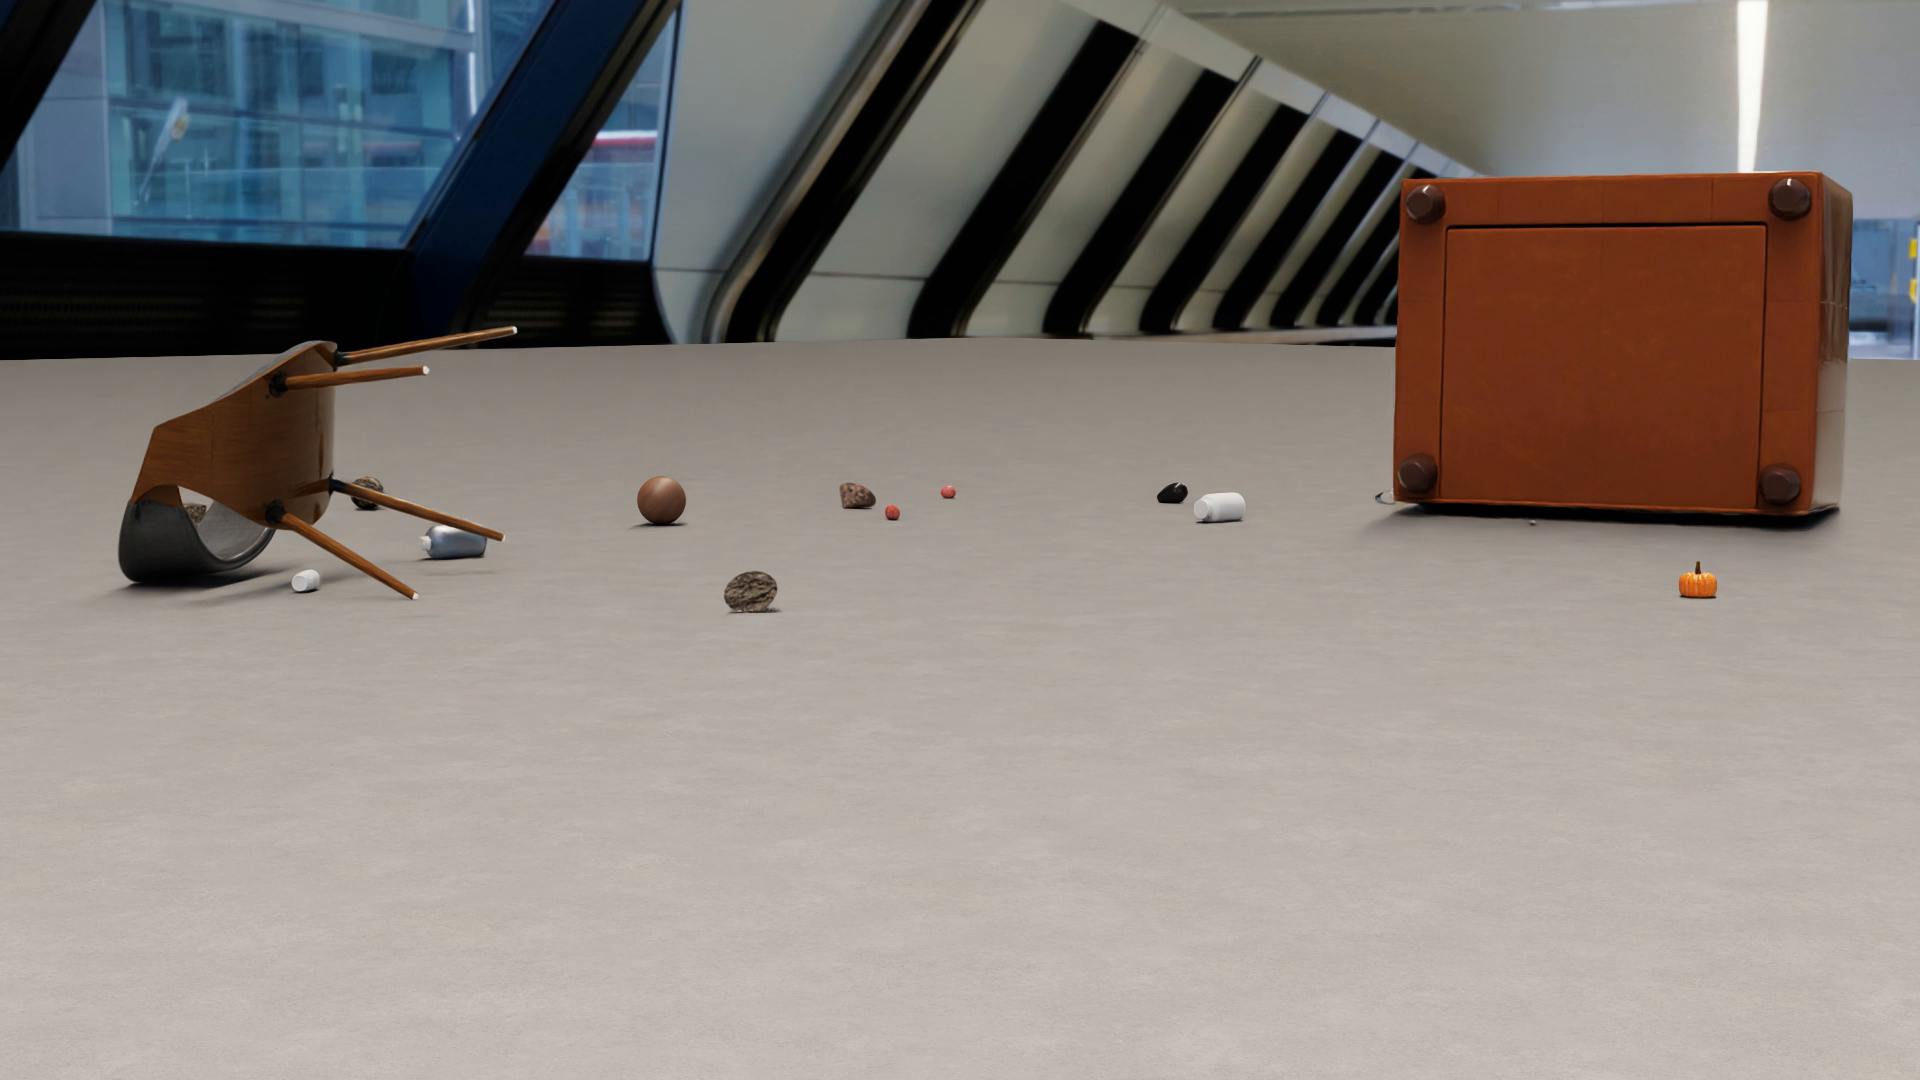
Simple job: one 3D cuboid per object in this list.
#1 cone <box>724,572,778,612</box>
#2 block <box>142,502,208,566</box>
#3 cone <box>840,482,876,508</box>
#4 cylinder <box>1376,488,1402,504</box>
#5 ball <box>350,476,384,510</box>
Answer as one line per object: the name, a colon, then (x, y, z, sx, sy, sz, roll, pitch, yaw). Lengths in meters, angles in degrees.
cone: (-0.409, 0.116, 5.089, 0.106, 0.082, 0.111, -15, -15, -2)
block: (-1.806, -0.014, 5.907, 0.109, 0.132, 0.099, -5, 8, -41)
cone: (-0.312, -0.109, 7.291, 0.158, 0.089, 0.064, 6, 43, 50)
cylinder: (1.245, -0.123, 7.439, 0.058, 0.034, 0.073, -10, -20, 17)
ball: (-1.676, -0.133, 7.250, 0.093, 0.093, 0.093, 0, 6, 0)
